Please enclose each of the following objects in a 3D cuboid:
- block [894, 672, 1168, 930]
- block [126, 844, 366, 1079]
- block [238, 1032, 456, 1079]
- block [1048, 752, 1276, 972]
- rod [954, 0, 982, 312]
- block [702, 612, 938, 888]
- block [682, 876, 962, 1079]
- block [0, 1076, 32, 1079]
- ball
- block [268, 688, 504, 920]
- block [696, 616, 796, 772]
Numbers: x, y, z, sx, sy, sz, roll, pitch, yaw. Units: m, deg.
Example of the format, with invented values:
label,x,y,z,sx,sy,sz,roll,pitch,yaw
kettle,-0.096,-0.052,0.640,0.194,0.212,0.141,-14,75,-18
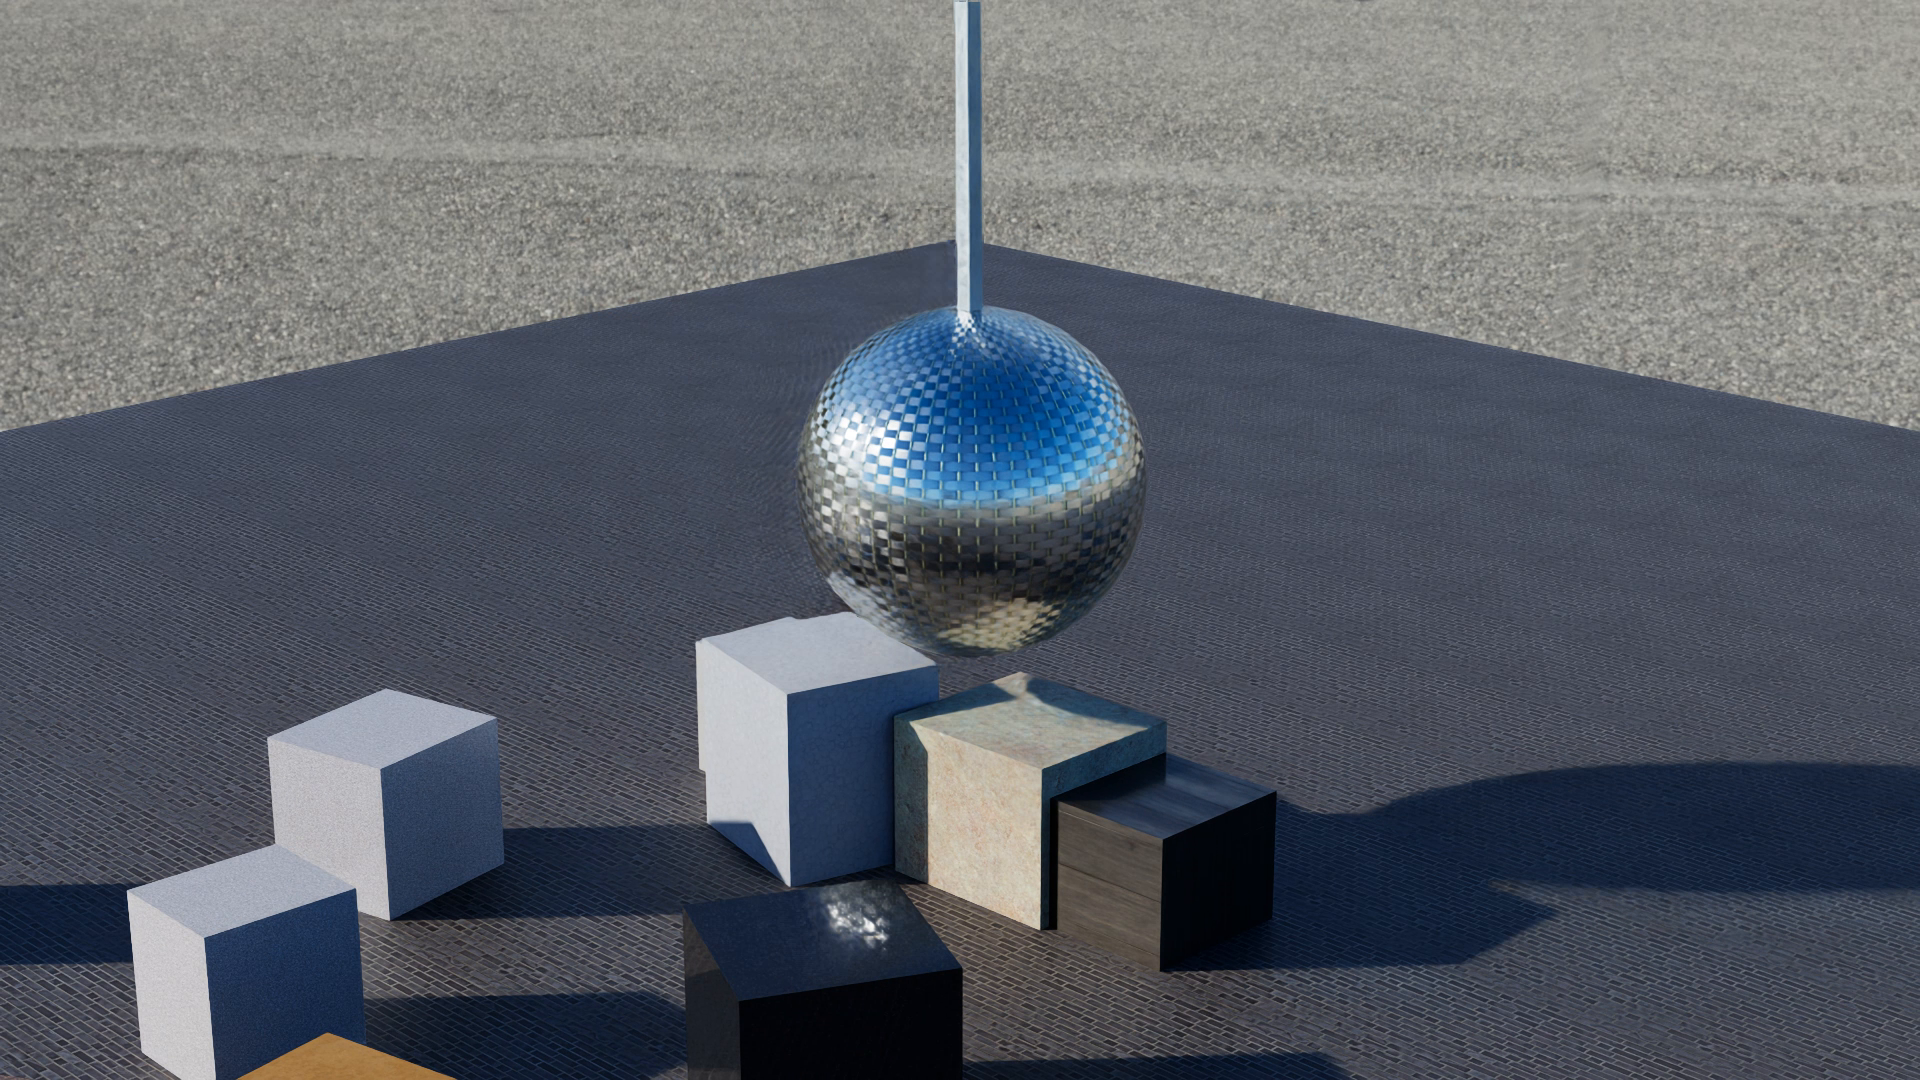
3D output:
label,x,y,z,sx,sy,sz,roll,pitch,yaw
block,0.318,1.168,13.360,0.916,0.760,0.826,17,24,42
block,-2.839,1.718,11.696,0.672,0.709,0.601,-16,23,-41
block,-2.177,2.223,10.184,0.697,0.651,0.680,12,21,32
block,0.889,1.400,12.873,0.646,0.610,0.759,17,24,42
rod,0.022,-3.503,12.264,0.080,5.200,0.080,17,25,42
block,-0.654,0.961,13.727,0.780,0.936,0.871,-10,20,-29
block,-0.525,1.864,11.060,0.840,0.812,0.855,-6,18,-18
block,-3.489,2.260,10.183,0.654,0.583,0.618,4,18,13
ball,0.051,-0.269,13.311,1.600,1.600,1.600,0,17,0
block,-2.605,1.191,13.353,0.690,0.721,0.754,11,21,32
block,-0.874,0.840,14.546,0.587,0.676,0.643,-15,23,-39
